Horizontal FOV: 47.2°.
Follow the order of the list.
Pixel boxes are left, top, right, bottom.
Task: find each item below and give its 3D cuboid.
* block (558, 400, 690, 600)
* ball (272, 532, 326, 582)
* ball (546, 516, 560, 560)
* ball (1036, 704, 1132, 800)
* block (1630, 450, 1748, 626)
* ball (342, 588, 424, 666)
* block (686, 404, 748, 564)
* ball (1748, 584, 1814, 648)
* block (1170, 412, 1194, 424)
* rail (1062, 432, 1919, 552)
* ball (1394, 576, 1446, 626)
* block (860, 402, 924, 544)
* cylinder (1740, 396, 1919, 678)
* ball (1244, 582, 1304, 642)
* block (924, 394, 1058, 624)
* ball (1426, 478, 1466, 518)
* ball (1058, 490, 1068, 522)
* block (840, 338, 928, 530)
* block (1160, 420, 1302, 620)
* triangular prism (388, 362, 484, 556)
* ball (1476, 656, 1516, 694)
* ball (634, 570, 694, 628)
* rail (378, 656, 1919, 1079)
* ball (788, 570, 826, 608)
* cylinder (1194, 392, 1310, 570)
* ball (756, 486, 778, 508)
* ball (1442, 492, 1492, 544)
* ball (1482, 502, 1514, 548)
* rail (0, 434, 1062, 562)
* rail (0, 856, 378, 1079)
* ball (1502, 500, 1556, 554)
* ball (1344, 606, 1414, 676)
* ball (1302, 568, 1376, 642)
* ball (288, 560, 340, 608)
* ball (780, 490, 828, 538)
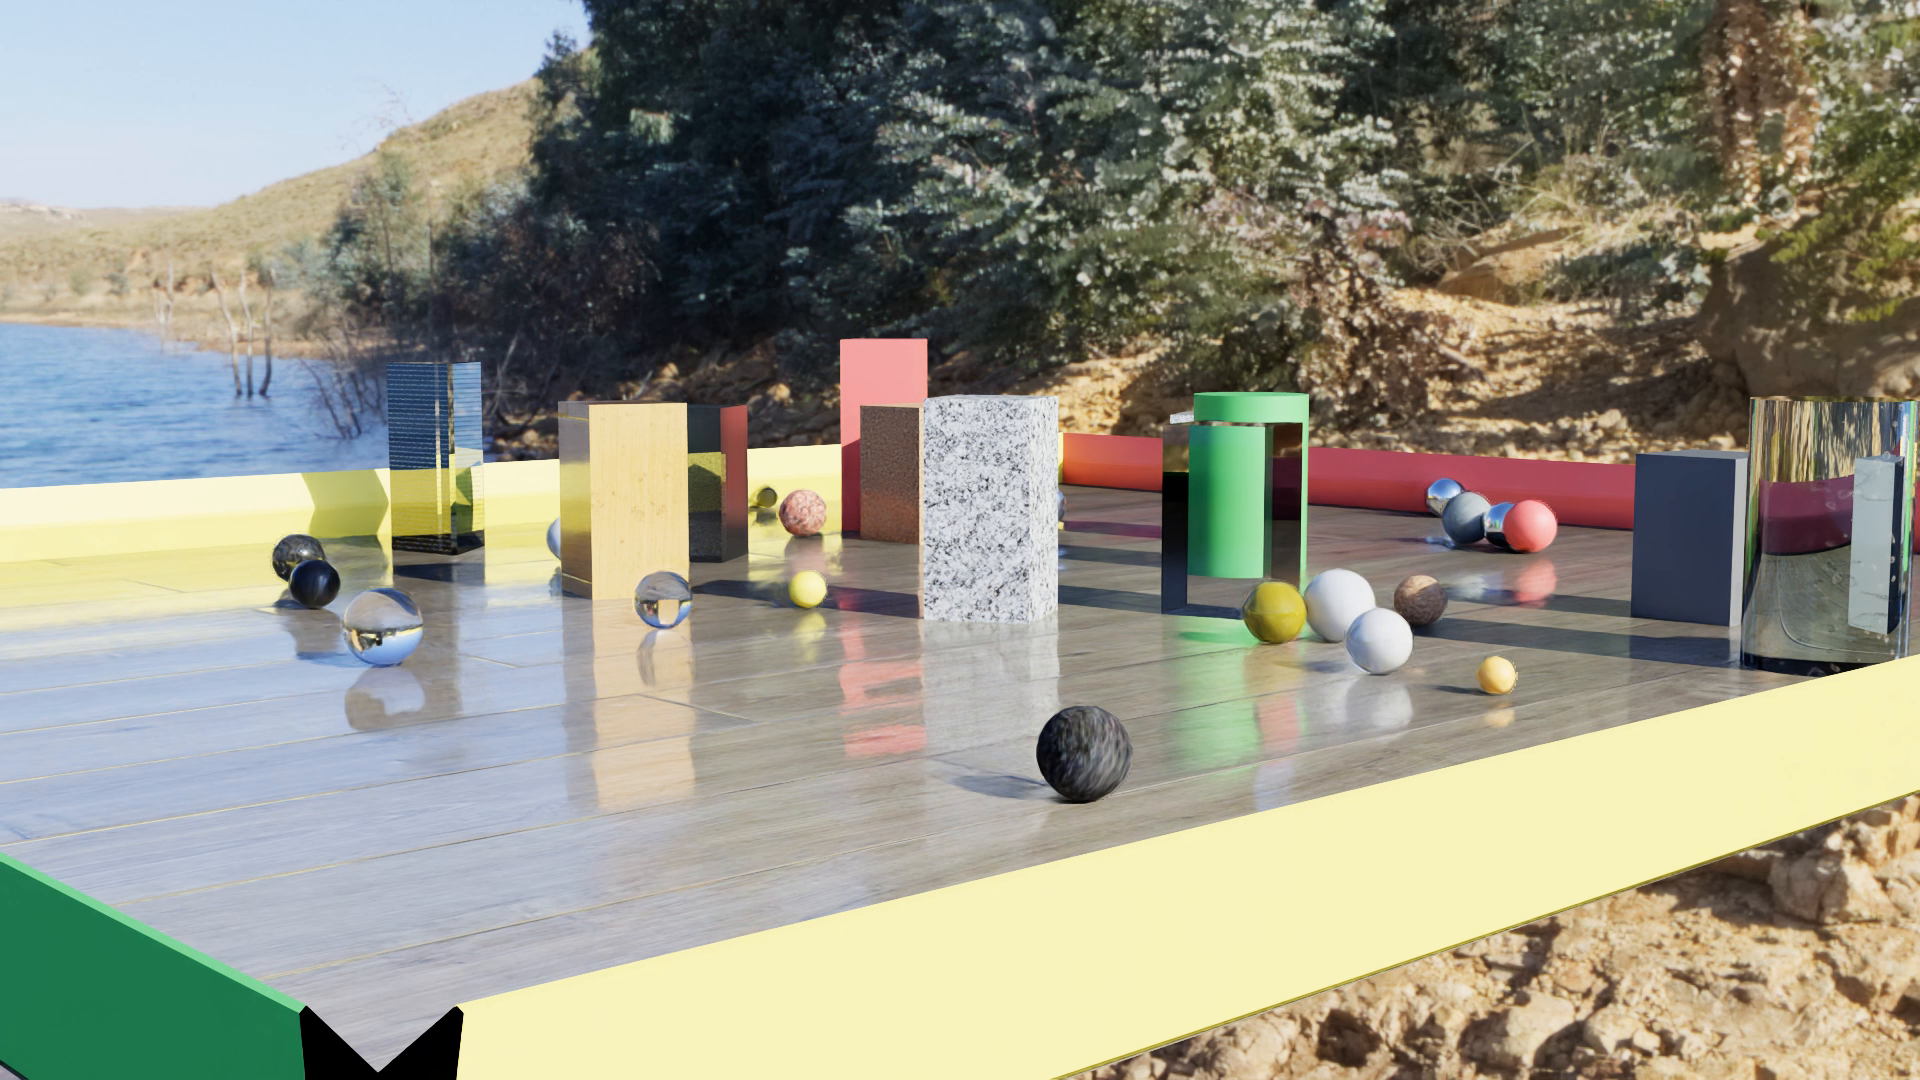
[{"bbox_3d":[-0.533,-0.068,3.481,0.158,0.300,0.158,-3,7,-27],"label":"block"},{"bbox_3d":[-1.076,0.031,3.577,0.084,0.084,0.084,0,6,0],"label":"ball"},{"bbox_3d":[-0.688,-0.004,3.895,0.087,0.087,0.087,0,6,0],"label":"ball"},{"bbox_3d":[0.113,0.194,2.005,0.087,0.087,0.087,0,6,0],"label":"ball"},{"bbox_3d":[1.095,-0.007,3.204,0.158,0.237,0.158,-5,8,-41],"label":"block"},{"bbox_3d":[-0.724,0.109,2.760,0.099,0.099,0.099,0,6,0],"label":"ball"},{"bbox_3d":[-0.482,-0.105,3.967,0.158,0.273,0.158,1,6,12],"label":"block"},{"bbox_3d":[1.087,0.101,2.913,0.084,0.084,0.084,0,6,0],"label":"ball"},{"bbox_3d":[0.506,-0.128,4.334,0.158,0.242,0.158,2,6,16],"label":"block"},{"bbox_3d":[1.310,-0.092,4.534,0.045,0.128,3.131,-5,8,-42],"label":"rail"},{"bbox_3d":[0.650,0.086,3.107,0.073,0.073,0.073,0,6,0],"label":"ball"},{"bbox_3d":[-0.083,-0.132,4.287,0.158,0.261,0.158,5,8,42],"label":"block"},{"bbox_3d":[1.086,-0.009,2.750,0.197,0.335,0.197,0,6,0],"label":"cylinder"},{"bbox_3d":[0.421,0.097,2.944,0.081,0.081,0.081,0,6,0],"label":"ball"},{"bbox_3d":[0.047,-0.049,3.212,0.158,0.319,0.158,2,6,17],"label":"block"},{"bbox_3d":[1.046,-0.091,4.731,0.086,0.086,0.086,0,6,0],"label":"ball"},{"bbox_3d":[0.183,-0.072,4.578,0.081,0.081,0.081,0,6,0],"label":"ball"},{"bbox_3d":[-0.155,-0.219,4.518,0.158,0.385,0.158,1,6,6],"label":"block"},{"bbox_3d":[0.403,-0.033,3.251,0.158,0.279,0.158,3,7,28],"label":"block"},{"bbox_3d":[-0.948,-0.156,4.098,0.171,0.348,0.148,4,7,35],"label":"triangular prism"},{"bbox_3d":[0.623,0.158,2.556,0.044,0.044,0.044,0,6,0],"label":"ball"},{"bbox_3d":[-0.416,0.083,3.084,0.083,0.083,0.083,0,6,0],"label":"ball"},{"bbox_3d":[1.046,0.151,2.205,3.613,0.128,0.045,-5,8,-42],"label":"rail"},{"bbox_3d":[-0.229,0.074,3.298,0.056,0.056,0.056,0,6,0],"label":"ball"},{"bbox_3d":[0.502,-0.102,3.806,0.197,0.301,0.197,0,6,0],"label":"cylinder"},{"bbox_3d":[-0.437,-0.097,4.982,0.047,0.047,0.047,0,6,0],"label":"ball"},{"bbox_3d":[0.972,-0.042,4.209,0.098,0.098,0.098,0,6,0],"label":"ball"},{"bbox_3d":[1.025,-0.028,4.135,0.085,0.085,0.085,0,6,0],"label":"ball"},{"bbox_3d":[-1.046,-0.084,4.459,3.613,0.128,0.045,-5,8,-42],"label":"rail"},{"bbox_3d":[-1.310,0.159,2.129,0.045,0.128,3.131,-5,8,-42],"label":"rail"},{"bbox_3d":[1.047,-0.024,4.045,0.097,0.097,0.097,0,6,0],"label":"ball"},{"bbox_3d":[0.515,0.124,2.700,0.084,0.084,0.084,0,6,0],"label":"ball"},{"bbox_3d":[0.511,0.088,2.968,0.098,0.098,0.098,0,6,0],"label":"ball"},{"bbox_3d":[-0.967,0.066,3.295,0.074,0.074,0.074,0,6,0],"label":"ball"},{"bbox_3d":[-0.309,-0.053,4.330,0.094,0.094,0.094,0,6,0],"label":"ball"}]
